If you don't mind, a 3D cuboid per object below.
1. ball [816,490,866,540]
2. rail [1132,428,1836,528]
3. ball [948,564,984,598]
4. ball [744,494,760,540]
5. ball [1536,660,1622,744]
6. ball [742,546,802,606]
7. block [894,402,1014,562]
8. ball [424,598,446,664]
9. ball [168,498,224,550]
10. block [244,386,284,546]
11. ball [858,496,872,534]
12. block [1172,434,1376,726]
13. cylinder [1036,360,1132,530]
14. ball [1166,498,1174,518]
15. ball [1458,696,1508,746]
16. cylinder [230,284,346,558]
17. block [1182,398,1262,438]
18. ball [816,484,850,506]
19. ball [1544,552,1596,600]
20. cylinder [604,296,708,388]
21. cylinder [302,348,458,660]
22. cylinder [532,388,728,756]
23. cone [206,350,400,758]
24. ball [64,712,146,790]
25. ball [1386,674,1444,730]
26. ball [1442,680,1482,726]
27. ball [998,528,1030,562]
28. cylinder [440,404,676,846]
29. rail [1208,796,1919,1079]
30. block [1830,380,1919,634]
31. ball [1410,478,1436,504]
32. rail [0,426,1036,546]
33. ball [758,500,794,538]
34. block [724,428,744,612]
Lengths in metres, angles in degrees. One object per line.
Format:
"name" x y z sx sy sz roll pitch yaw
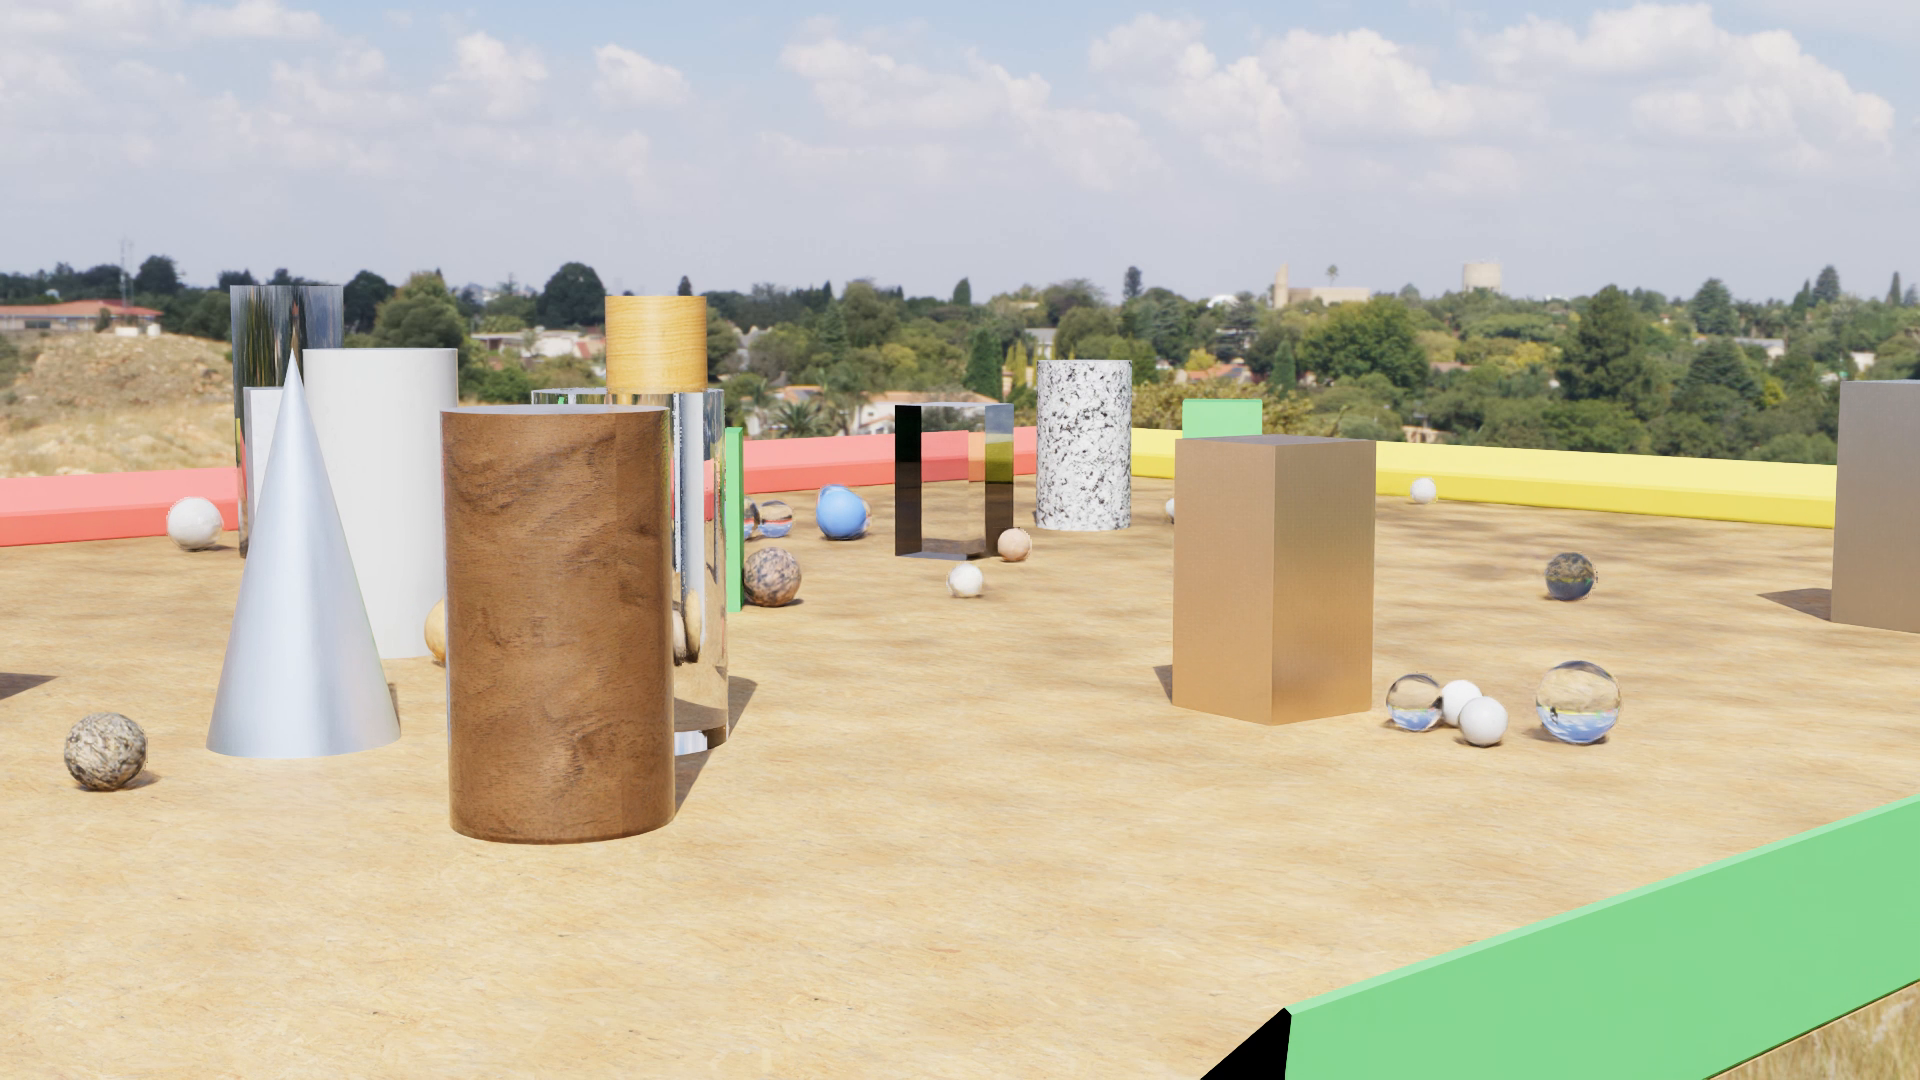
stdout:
"ball" -0.232 -0.049 4.269 0.097 0.097 0.097 0 6 0
"rail" 1.521 -0.113 4.728 0.045 0.127 3.642 -5 8 -42
"ball" 0.009 0.063 3.405 0.054 0.054 0.054 0 6 0
"ball" -0.431 -0.043 4.213 0.096 0.096 0.096 0 6 0
"ball" 0.637 0.166 2.267 0.085 0.085 0.085 0 6 0
"ball" -0.283 0.055 3.310 0.090 0.090 0.090 0 6 0
"block" -0.010 -0.109 3.995 0.156 0.274 0.156 4 7 32
"ball" -0.623 0.112 2.752 0.092 0.092 0.092 0 6 0
"ball" -1.417 -0.029 4.076 0.098 0.098 0.098 0 6 0
"block" -1.104 -0.096 3.673 0.156 0.315 0.156 -2 6 -22
"ball" -0.215 -0.049 4.358 0.079 0.079 0.079 0 6 0
"block" 0.349 0.039 2.450 0.156 0.302 0.156 -4 7 -37
"cylinder" 0.255 -0.198 4.522 0.195 0.340 0.195 0 6 0
"ball" 0.461 -0.067 4.703 0.043 0.043 0.043 0 6 0
"ball" 0.536 0.186 2.252 0.051 0.051 0.051 0 6 0
"cylinder" -1.212 -0.216 3.985 0.195 0.488 0.195 0 6 0
"block" 0.529 -0.150 4.444 0.156 0.262 0.156 1 6 7
"ball" -0.260 -0.075 4.594 0.082 0.082 0.082 0 6 0
"ball" 0.936 0.056 3.376 0.075 0.075 0.075 0 6 0
"cylinder" -0.586 -0.236 4.261 0.195 0.470 0.195 0 6 0
"cylinder" -0.755 -0.053 2.886 0.195 0.393 0.195 0 6 0
"cylinder" -0.339 0.027 2.266 0.195 0.362 0.195 0 6 0
"cone" -0.681 0.005 2.264 0.195 0.406 0.195 0 6 0
"ball" -0.796 0.196 2.047 0.072 0.072 0.072 0 6 0
"ball" 0.483 0.172 2.334 0.060 0.060 0.060 0 6 0
"ball" 0.536 0.175 2.353 0.050 0.050 0.050 0 6 0
"ball" 0.095 0.009 3.900 0.058 0.058 0.058 0 6 0
"cylinder" -0.348 0.066 1.913 0.195 0.359 0.195 0 6 0
"rail" 1.219 0.171 2.018 4.187 0.127 0.045 -5 8 -42
"block" 1.353 -0.051 3.105 0.156 0.344 0.156 -4 7 -34
"ball" 1.063 -0.112 5.045 0.061 0.061 0.061 0 6 0
"rail" -1.219 -0.104 4.646 4.187 0.127 0.045 -5 8 -42
"ball" -0.363 -0.041 4.297 0.076 0.076 0.076 0 6 0
"block" -0.407 -0.032 3.306 0.156 0.265 0.156 0 6 -3
